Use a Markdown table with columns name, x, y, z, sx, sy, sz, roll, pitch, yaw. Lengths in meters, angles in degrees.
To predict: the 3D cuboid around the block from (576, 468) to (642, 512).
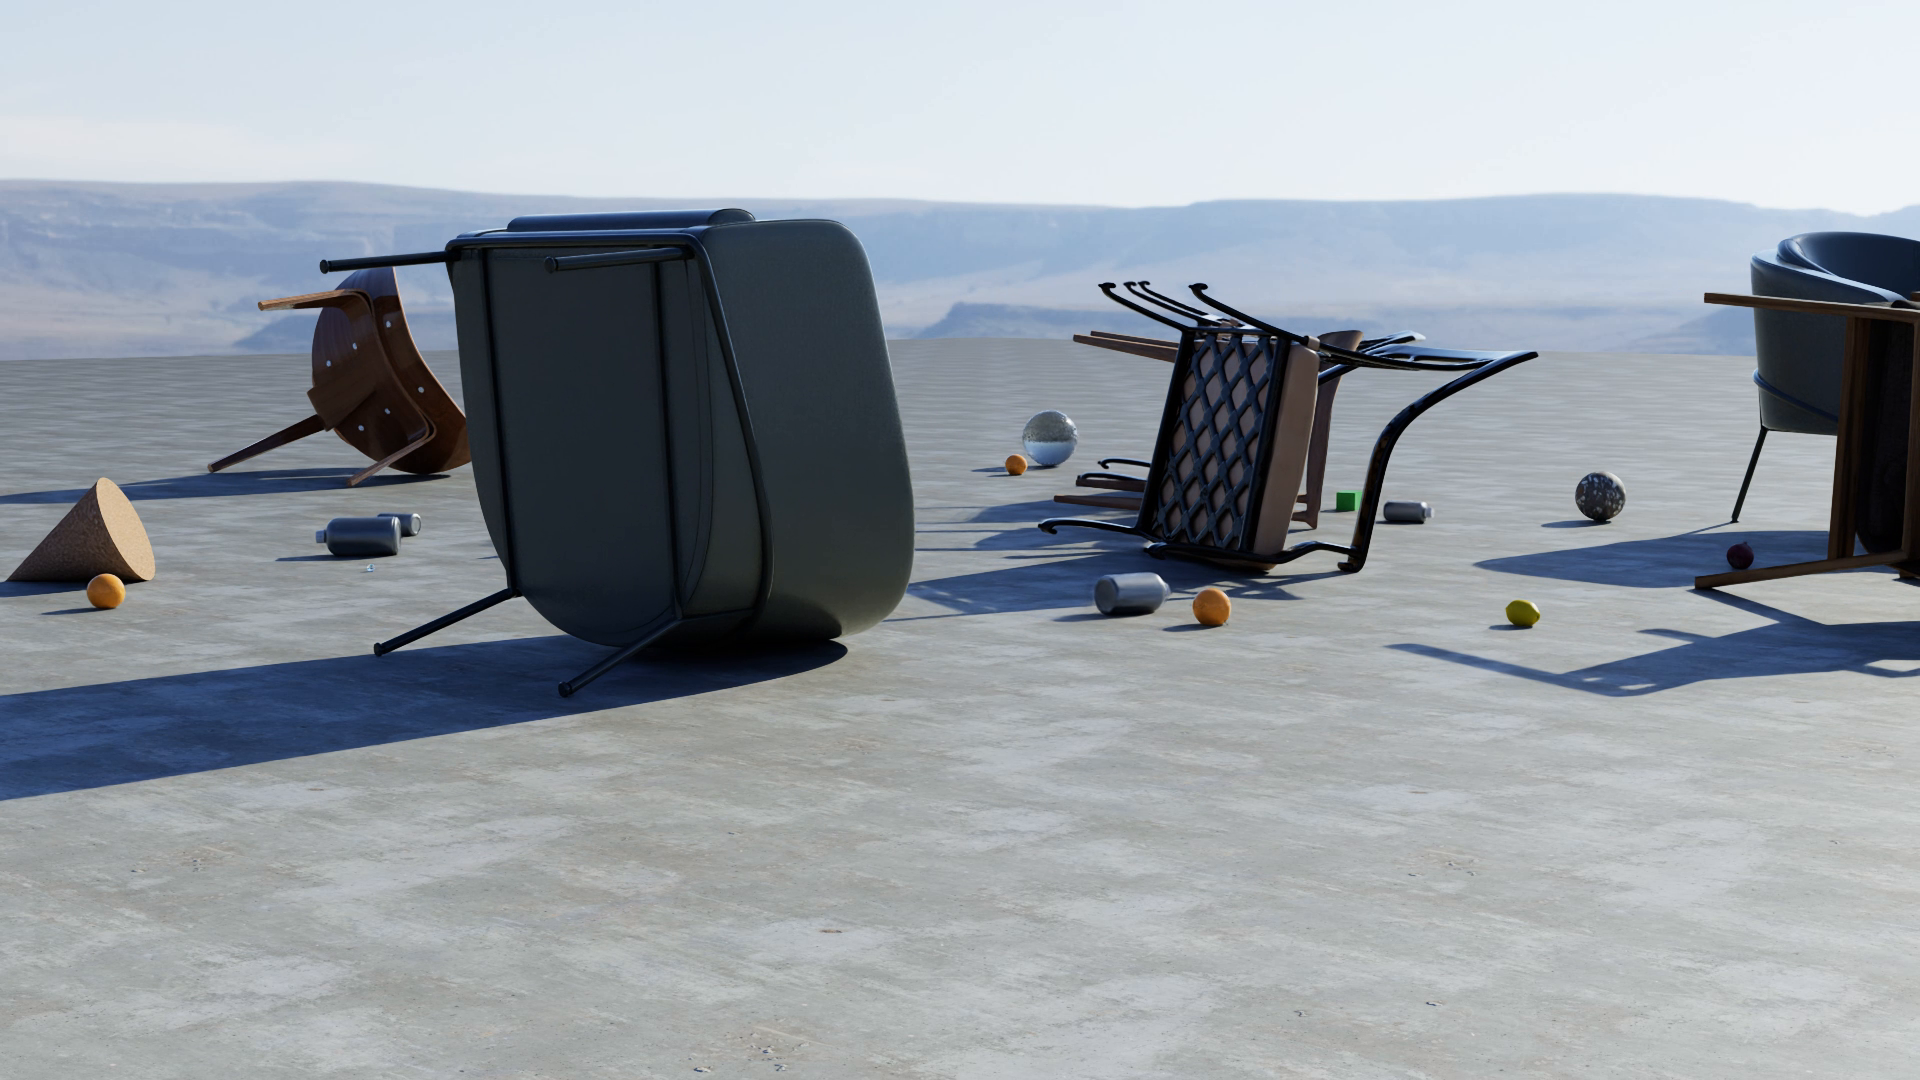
| name | x | y | z | sx | sy | sz | roll | pitch | yaw |
| --- | --- | --- | --- | --- | --- | --- | --- | --- | --- |
| block | -0.985 | -0.138 | 7.191 | 0.137 | 0.115 | 0.148 | -4 | 7 | -32 |

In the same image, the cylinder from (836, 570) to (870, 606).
| name | x | y | z | sx | sy | sz | roll | pitch | yaw |
| --- | --- | --- | --- | --- | --- | --- | --- | --- | --- |
| cylinder | -0.217 | 0.095 | 5.175 | 0.069 | 0.064 | 0.064 | -4 | 7 | -34 |

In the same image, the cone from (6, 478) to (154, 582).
| name | x | y | z | sx | sy | sz | roll | pitch | yaw |
| --- | --- | --- | --- | --- | --- | --- | --- | --- | --- |
| cone | -1.936 | 0.032 | 5.554 | 0.283 | 0.242 | 0.273 | -24 | 0 | -2 |

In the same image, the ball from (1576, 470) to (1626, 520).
| name | x | y | z | sx | sy | sz | roll | pitch | yaw |
| --- | --- | --- | --- | --- | --- | --- | --- | --- | --- |
| ball | 1.726 | -0.119 | 6.911 | 0.134 | 0.134 | 0.134 | 0 | 6 | 0 |

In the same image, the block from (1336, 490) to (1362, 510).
| name | x | y | z | sx | sy | sz | roll | pitch | yaw |
| --- | --- | --- | --- | --- | --- | --- | --- | --- | --- |
| block | 1.100 | -0.112 | 7.249 | 0.054 | 0.050 | 0.076 | 3 | 6 | 24 |

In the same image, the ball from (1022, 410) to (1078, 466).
| name | x | y | z | sx | sy | sz | roll | pitch | yaw |
| --- | --- | --- | --- | --- | --- | --- | --- | --- | --- |
| ball | 0.313 | -0.353 | 8.896 | 0.193 | 0.193 | 0.193 | 0 | 6 | 0 |

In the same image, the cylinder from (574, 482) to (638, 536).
| name | x | y | z | sx | sy | sz | roll | pitch | yaw |
| --- | --- | --- | --- | --- | --- | --- | --- | --- | --- |
| cylinder | -0.901 | -0.079 | 6.527 | 0.148 | 0.128 | 0.180 | -1 | 25 | -14 |

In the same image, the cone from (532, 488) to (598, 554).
| name | x | y | z | sx | sy | sz | roll | pitch | yaw |
| --- | --- | --- | --- | --- | --- | --- | --- | --- | --- |
| cone | -0.949 | -0.050 | 6.160 | 0.159 | 0.151 | 0.147 | -4 | 7 | -31 |
